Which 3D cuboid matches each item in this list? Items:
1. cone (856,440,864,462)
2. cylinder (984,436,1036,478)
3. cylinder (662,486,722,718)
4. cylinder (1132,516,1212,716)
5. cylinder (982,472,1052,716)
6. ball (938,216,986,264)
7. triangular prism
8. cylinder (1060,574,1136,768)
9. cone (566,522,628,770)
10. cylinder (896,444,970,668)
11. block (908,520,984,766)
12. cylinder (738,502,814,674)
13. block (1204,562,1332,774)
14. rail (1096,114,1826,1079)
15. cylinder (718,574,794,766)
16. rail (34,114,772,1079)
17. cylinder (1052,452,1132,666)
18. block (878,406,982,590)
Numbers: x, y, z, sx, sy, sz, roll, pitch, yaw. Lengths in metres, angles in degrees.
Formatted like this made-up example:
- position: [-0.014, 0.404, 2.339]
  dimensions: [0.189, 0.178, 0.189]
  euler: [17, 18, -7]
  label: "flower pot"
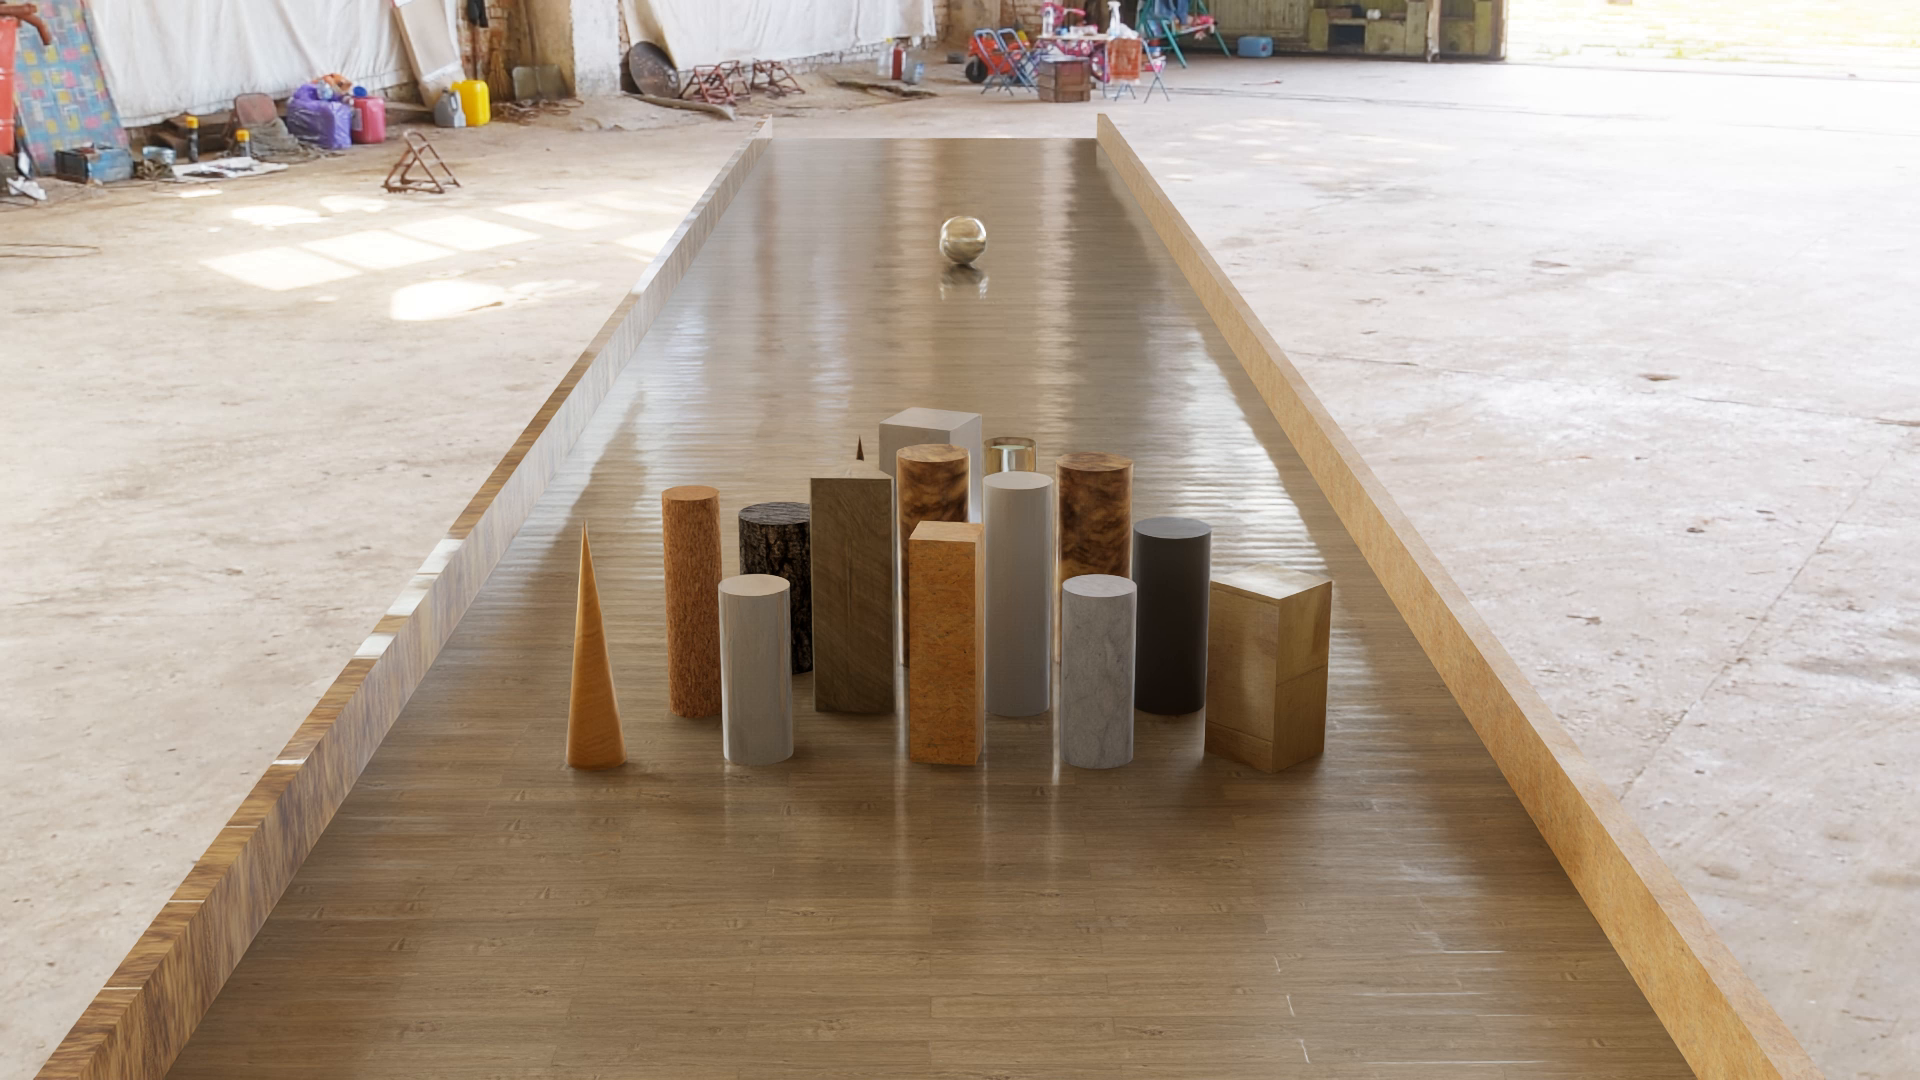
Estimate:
- position: [-0.209, -0.030, 4.637]
  dimensions: [0.130, 0.395, 0.130]
  euler: [0, 17, 0]
  label: "cone"
- position: [0.105, -0.025, 4.658]
  dimensions: [0.110, 0.372, 0.110]
  euler: [0, 17, 0]
  label: "cylinder"
- position: [-0.495, 0.115, 4.100]
  dimensions: [0.106, 0.422, 0.106]
  euler: [0, 17, 0]
  label: "cylinder"
- position: [0.395, 0.142, 4.143]
  dimensions: [0.145, 0.345, 0.145]
  euler: [0, 17, 0]
  label: "cylinder"
- position: [0.106, 0.101, 4.113]
  dimensions: [0.129, 0.441, 0.129]
  euler: [0, 17, 0]
  label: "cylinder"
- position: [0.012, -1.231, 9.020]
  dimensions: [0.197, 0.197, 0.197]
  euler: [0, 17, 0]
  label: "ball"
- position: [-0.195, 0.085, 4.142]
  dimensions: [0.153, 0.455, 0.133]
  euler: [1, 17, 3]
  label: "triangular prism"
- position: [0.244, 0.232, 3.889]
  dimensions: [0.130, 0.318, 0.130]
  euler: [0, 17, 0]
  label: "cylinder"
- position: [-0.648, 0.175, 3.853]
  dimensions: [0.109, 0.448, 0.109]
  euler: [0, 17, 0]
  label: "cone"
- position: [-0.052, 0.035, 4.355]
  dimensions: [0.144, 0.429, 0.144]
  euler: [0, 17, 0]
  label: "cylinder"
- position: [-0.022, 0.182, 3.891]
  dimensions: [0.116, 0.412, 0.116]
  euler: [3, 17, 8]
  label: "block"
- position: [-0.353, 0.095, 4.367]
  dimensions: [0.165, 0.309, 0.165]
  euler: [0, 17, 0]
  label: "cylinder"
- position: [0.546, 0.225, 3.906]
  dimensions: [0.152, 0.322, 0.152]
  euler: [-16, 23, -42]
  label: "block"
- position: [0.932, -0.844, 7.801]
  dimensions: [0.050, 0.150, 12.000]
  euler: [0, 17, -1]
  label: "rail"
- position: [-0.362, 0.230, 3.903]
  dimensions: [0.126, 0.315, 0.126]
  euler: [0, 17, 0]
  label: "cylinder"
- position: [-1.118, -0.838, 7.780]
  dimensions: [0.050, 0.150, 12.000]
  euler: [0, 17, -1]
  label: "rail"
- position: [0.263, 0.043, 4.364]
  dimensions: [0.152, 0.410, 0.152]
  euler: [0, 17, 0]
  label: "cylinder"
- position: [-0.065, -0.086, 4.856]
  dimensions: [0.169, 0.376, 0.169]
  euler: [7, 18, 23]
  label: "block"
